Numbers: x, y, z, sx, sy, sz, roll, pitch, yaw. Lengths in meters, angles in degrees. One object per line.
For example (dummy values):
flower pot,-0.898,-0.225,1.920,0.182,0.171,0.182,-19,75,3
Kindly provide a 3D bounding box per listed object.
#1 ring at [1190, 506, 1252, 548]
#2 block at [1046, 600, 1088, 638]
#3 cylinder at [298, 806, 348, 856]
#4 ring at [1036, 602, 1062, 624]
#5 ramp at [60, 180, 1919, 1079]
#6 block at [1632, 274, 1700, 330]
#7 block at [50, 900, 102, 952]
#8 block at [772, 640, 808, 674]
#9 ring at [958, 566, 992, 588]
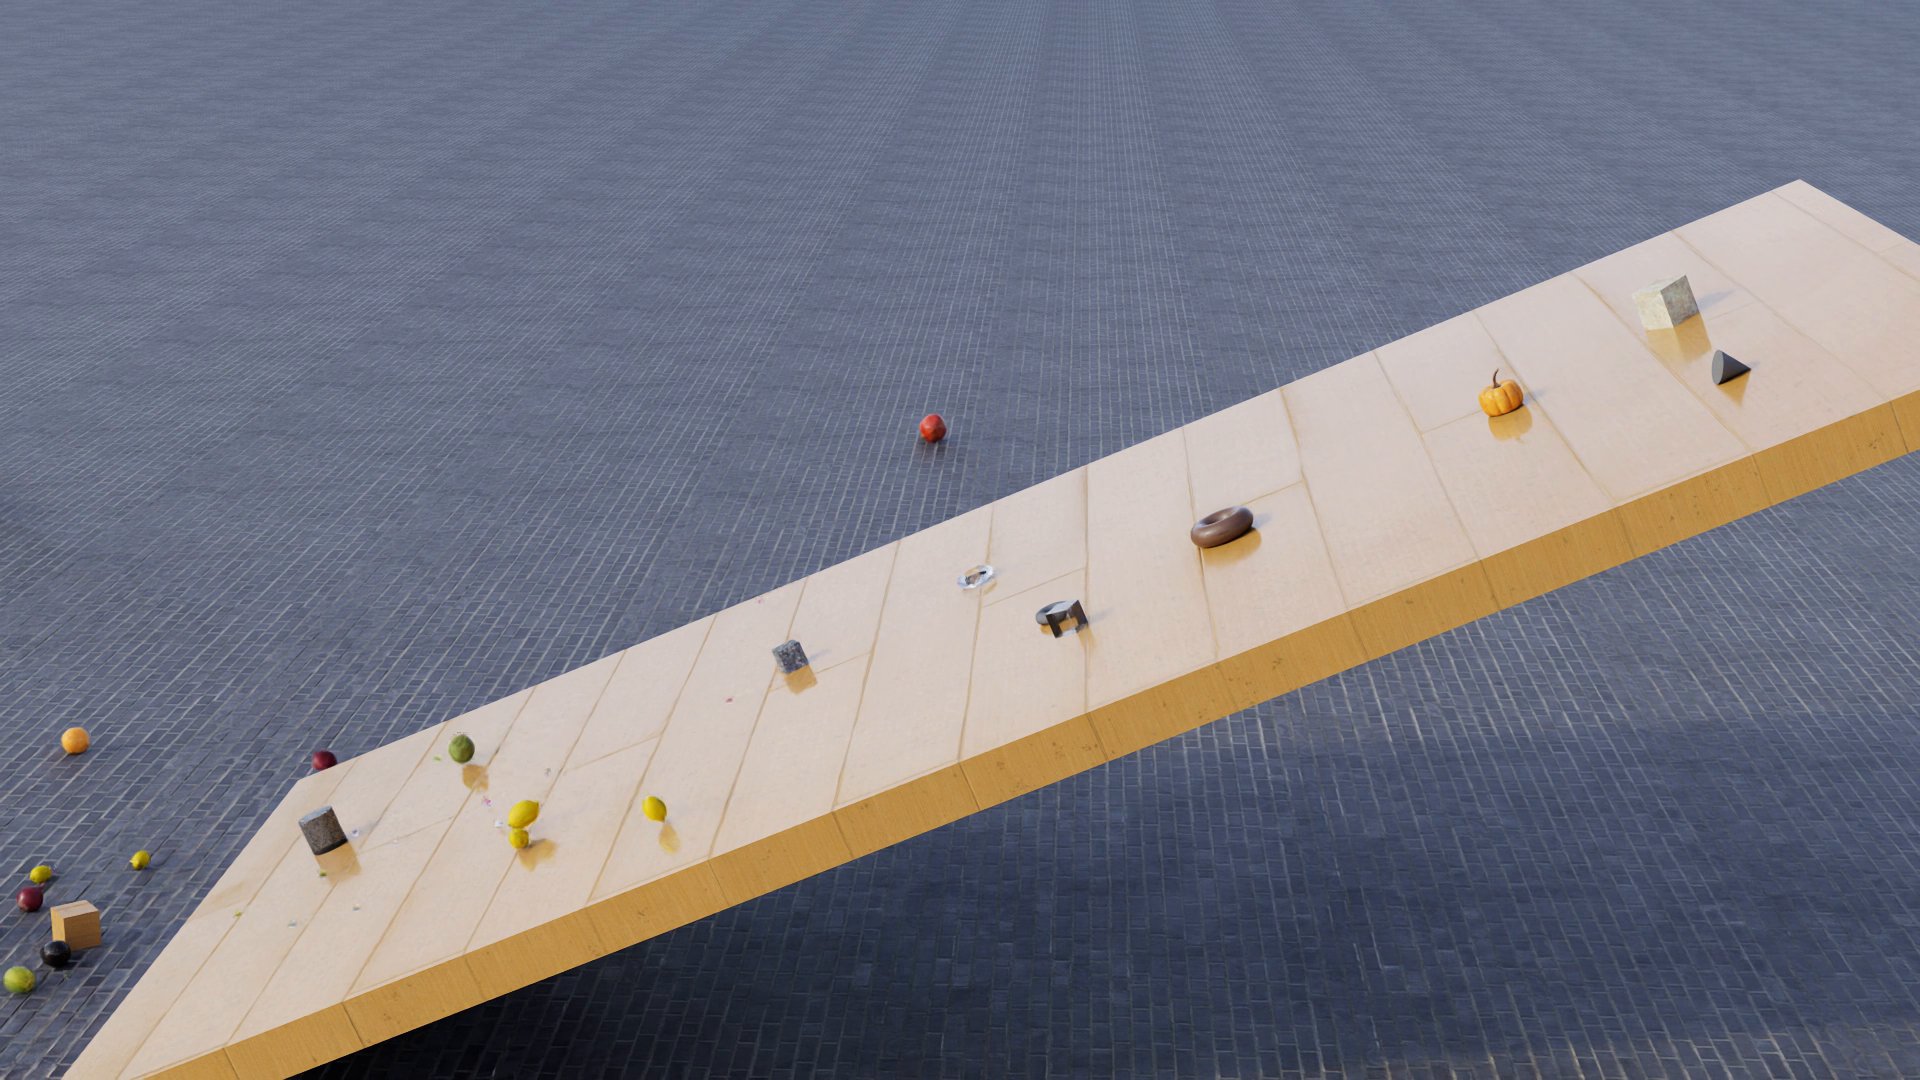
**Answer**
ring,0.537,-0.027,6.037,0.137,0.046,0.137,-23,11,5
block,0.212,0.156,5.840,0.052,0.052,0.052,-15,15,35
cylinder,-1.447,0.660,6.679,0.083,0.083,0.083,-22,12,5
ring,0.190,0.148,5.978,0.077,0.026,0.077,-21,13,5
ramp,0.128,0.172,6.287,4.000,0.100,2.000,-22,12,8
block,1.487,-0.501,6.203,0.084,0.084,0.084,-30,14,-28
block,-2.010,0.878,6.689,0.082,0.082,0.082,-10,18,-35
block,-0.375,0.258,6.482,0.054,0.054,0.054,-27,13,-15
ring,0.034,0.082,6.539,0.083,0.028,0.083,-22,14,6
